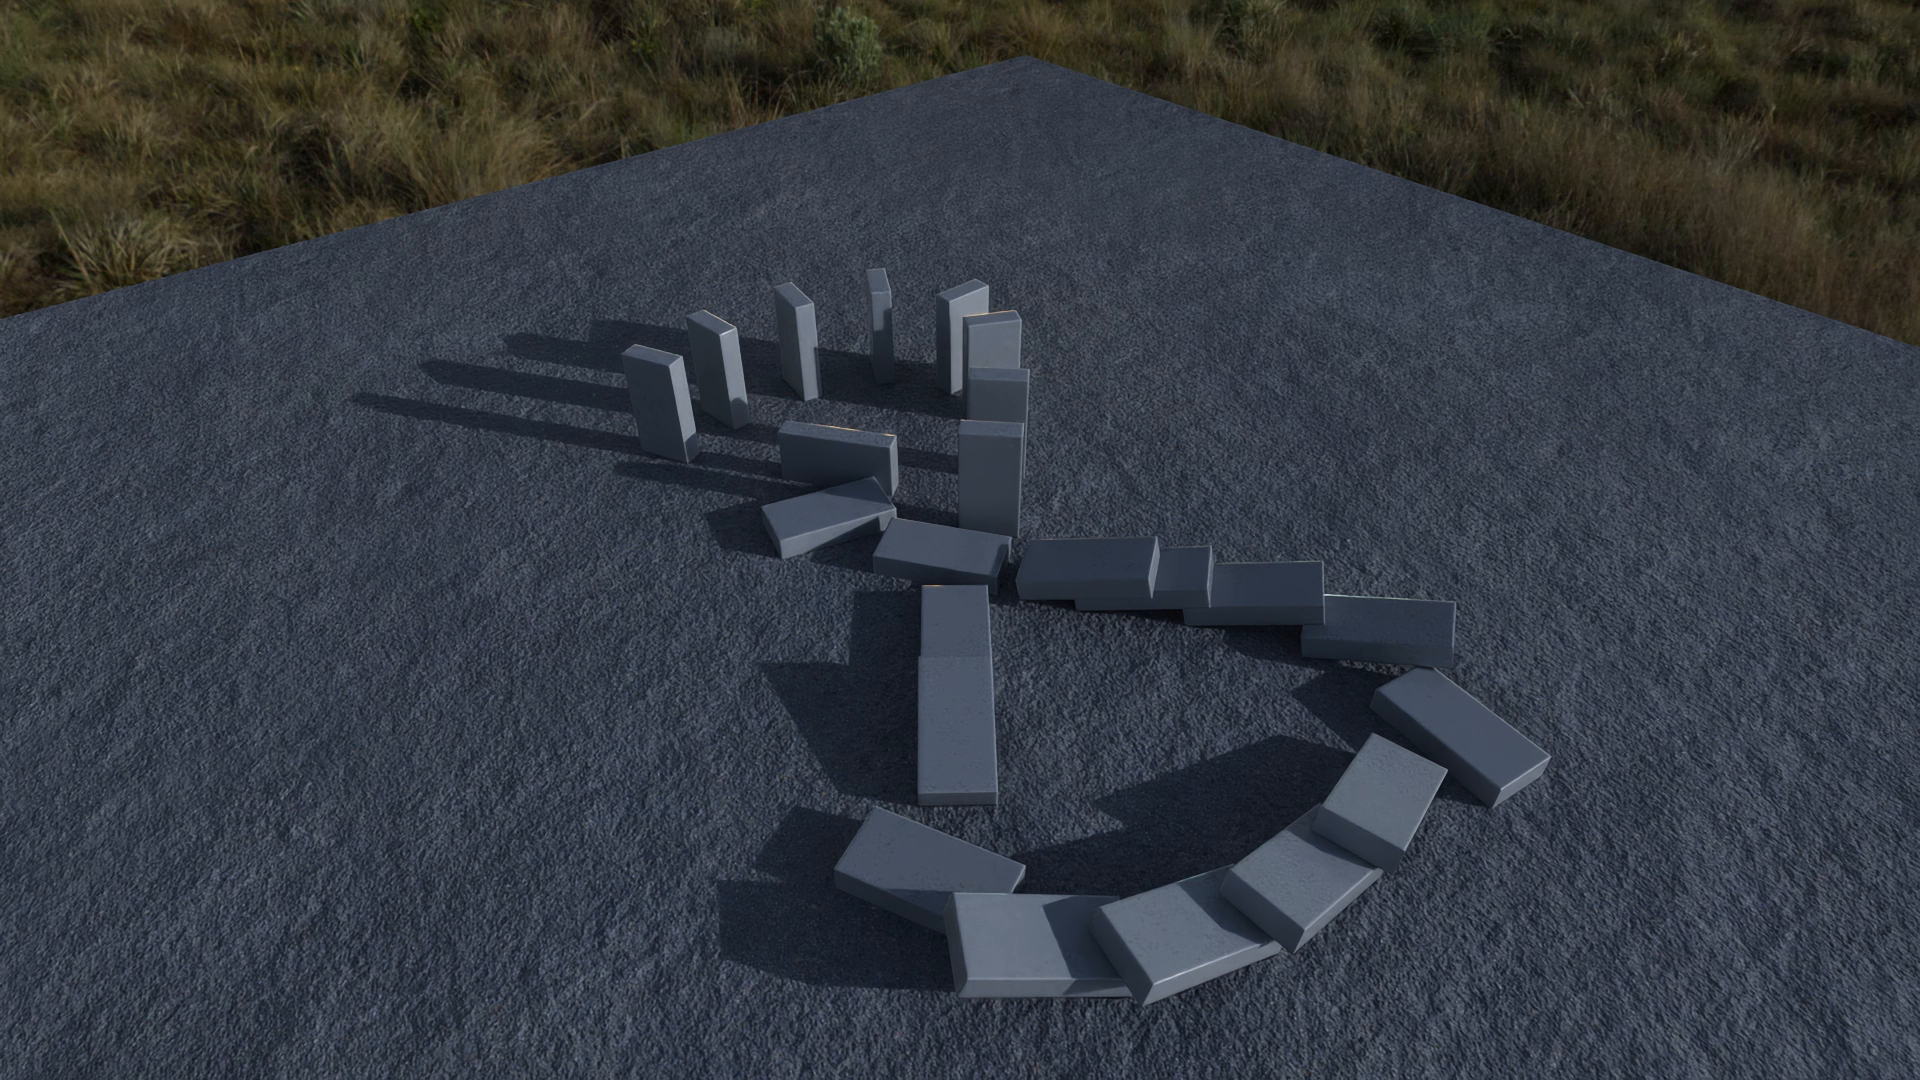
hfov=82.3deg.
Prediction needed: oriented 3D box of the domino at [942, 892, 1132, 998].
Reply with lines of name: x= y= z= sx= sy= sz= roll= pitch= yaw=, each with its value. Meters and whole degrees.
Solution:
domino: x=0.022 y=0.110 z=0.298 sx=0.050 sy=0.010 sz=0.025 roll=7 pitch=38 yaw=-17

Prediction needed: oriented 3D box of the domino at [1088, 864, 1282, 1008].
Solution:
domino: x=0.063 y=0.107 z=0.302 sx=0.050 sy=0.009 sz=0.025 roll=-6 pitch=37 yaw=-31

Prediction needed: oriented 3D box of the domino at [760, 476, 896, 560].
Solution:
domino: x=-0.054 y=-0.010 z=0.455 sx=0.050 sy=0.010 sz=0.025 roll=-16 pitch=42 yaw=-19

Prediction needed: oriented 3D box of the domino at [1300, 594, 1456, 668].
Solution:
domino: x=0.150 y=0.032 z=0.395 sx=0.050 sy=0.010 sz=0.025 roll=2 pitch=37 yaw=26

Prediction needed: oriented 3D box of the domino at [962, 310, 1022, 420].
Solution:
domino: x=0.014 y=-0.080 z=0.510 sx=0.025 sy=0.050 sz=0.009 roll=-9 pitch=40 yaw=-11

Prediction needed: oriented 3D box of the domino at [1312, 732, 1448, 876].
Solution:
domino: x=0.129 y=0.079 z=0.337 sx=0.025 sy=0.009 sz=0.050 roll=26 pitch=32 yaw=27

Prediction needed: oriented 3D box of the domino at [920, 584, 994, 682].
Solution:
domino: x=-0.002 y=0.037 z=0.399 sx=0.025 sy=0.010 sz=0.050 roll=-1 pitch=39 yaw=-1

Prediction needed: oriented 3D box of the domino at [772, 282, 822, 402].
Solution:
domino: x=-0.078 y=-0.095 z=0.527 sx=0.009 sy=0.050 sz=0.025 roll=-21 pitch=44 yaw=-24

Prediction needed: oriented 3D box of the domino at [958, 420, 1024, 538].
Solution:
domino: x=0.012 y=-0.024 z=0.441 sx=0.025 sy=0.050 sz=0.009 roll=4 pitch=39 yaw=4

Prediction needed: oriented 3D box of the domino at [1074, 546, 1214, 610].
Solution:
domino: x=0.070 y=0.015 z=0.417 sx=0.050 sy=0.009 sz=0.025 roll=-2 pitch=37 yaw=19

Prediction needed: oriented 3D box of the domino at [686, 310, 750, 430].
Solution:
domino: x=-0.111 y=-0.078 z=0.507 sx=0.025 sy=0.050 sz=0.010 roll=31 pitch=49 yaw=32

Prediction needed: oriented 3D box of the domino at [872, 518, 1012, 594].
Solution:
domino: x=-0.007 y=0.006 z=0.436 sx=0.050 sy=0.010 sz=0.025 roll=9 pitch=40 yaw=11

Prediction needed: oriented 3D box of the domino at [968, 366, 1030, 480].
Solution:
domino: x=0.016 y=-0.050 z=0.472 sx=0.025 sy=0.050 sz=0.009 roll=3 pitch=39 yaw=4

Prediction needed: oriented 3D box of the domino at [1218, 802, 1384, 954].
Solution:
domino: x=0.100 y=0.096 z=0.317 sx=0.050 sy=0.010 sz=0.025 roll=-17 pitch=40 yaw=-41

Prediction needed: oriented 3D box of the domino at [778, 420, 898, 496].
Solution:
domino: x=-0.052 y=-0.035 z=0.474 sx=0.050 sy=0.025 sz=0.010 roll=9 pitch=40 yaw=11

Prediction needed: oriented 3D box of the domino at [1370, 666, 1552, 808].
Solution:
domino: x=0.165 y=0.064 z=0.366 sx=0.025 sy=0.010 sz=0.050 roll=-21 pitch=44 yaw=-24

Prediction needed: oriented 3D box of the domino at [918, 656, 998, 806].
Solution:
domino: x=-0.001 y=0.062 z=0.360 sx=0.025 sy=0.009 sz=0.050 roll=-1 pitch=51 yaw=-1

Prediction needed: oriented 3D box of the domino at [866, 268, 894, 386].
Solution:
domino: x=-0.039 y=-0.104 z=0.539 sx=0.009 sy=0.050 sz=0.025 roll=-6 pitch=40 yaw=-8

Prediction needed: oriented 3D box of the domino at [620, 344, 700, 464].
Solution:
domino: x=-0.131 y=-0.059 z=0.484 sx=0.025 sy=0.050 sz=0.009 roll=16 pitch=42 yaw=19

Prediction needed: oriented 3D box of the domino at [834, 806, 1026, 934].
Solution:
domino: x=-0.009 y=0.099 z=0.323 sx=0.050 sy=0.010 sz=0.025 roll=17 pitch=42 yaw=19

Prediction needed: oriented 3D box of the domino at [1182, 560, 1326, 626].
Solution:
domino: x=0.110 y=0.020 z=0.411 sx=0.050 sy=0.009 sz=0.025 roll=-2 pitch=38 yaw=18

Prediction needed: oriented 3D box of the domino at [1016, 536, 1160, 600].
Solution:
domino: x=0.048 y=0.011 z=0.414 sx=0.050 sy=0.010 sz=0.025 roll=-1 pitch=38 yaw=20

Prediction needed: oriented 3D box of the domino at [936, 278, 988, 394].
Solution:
domino: x=0.001 y=-0.098 z=0.531 sx=0.025 sy=0.050 sz=0.009 roll=-29 pitch=48 yaw=-31
